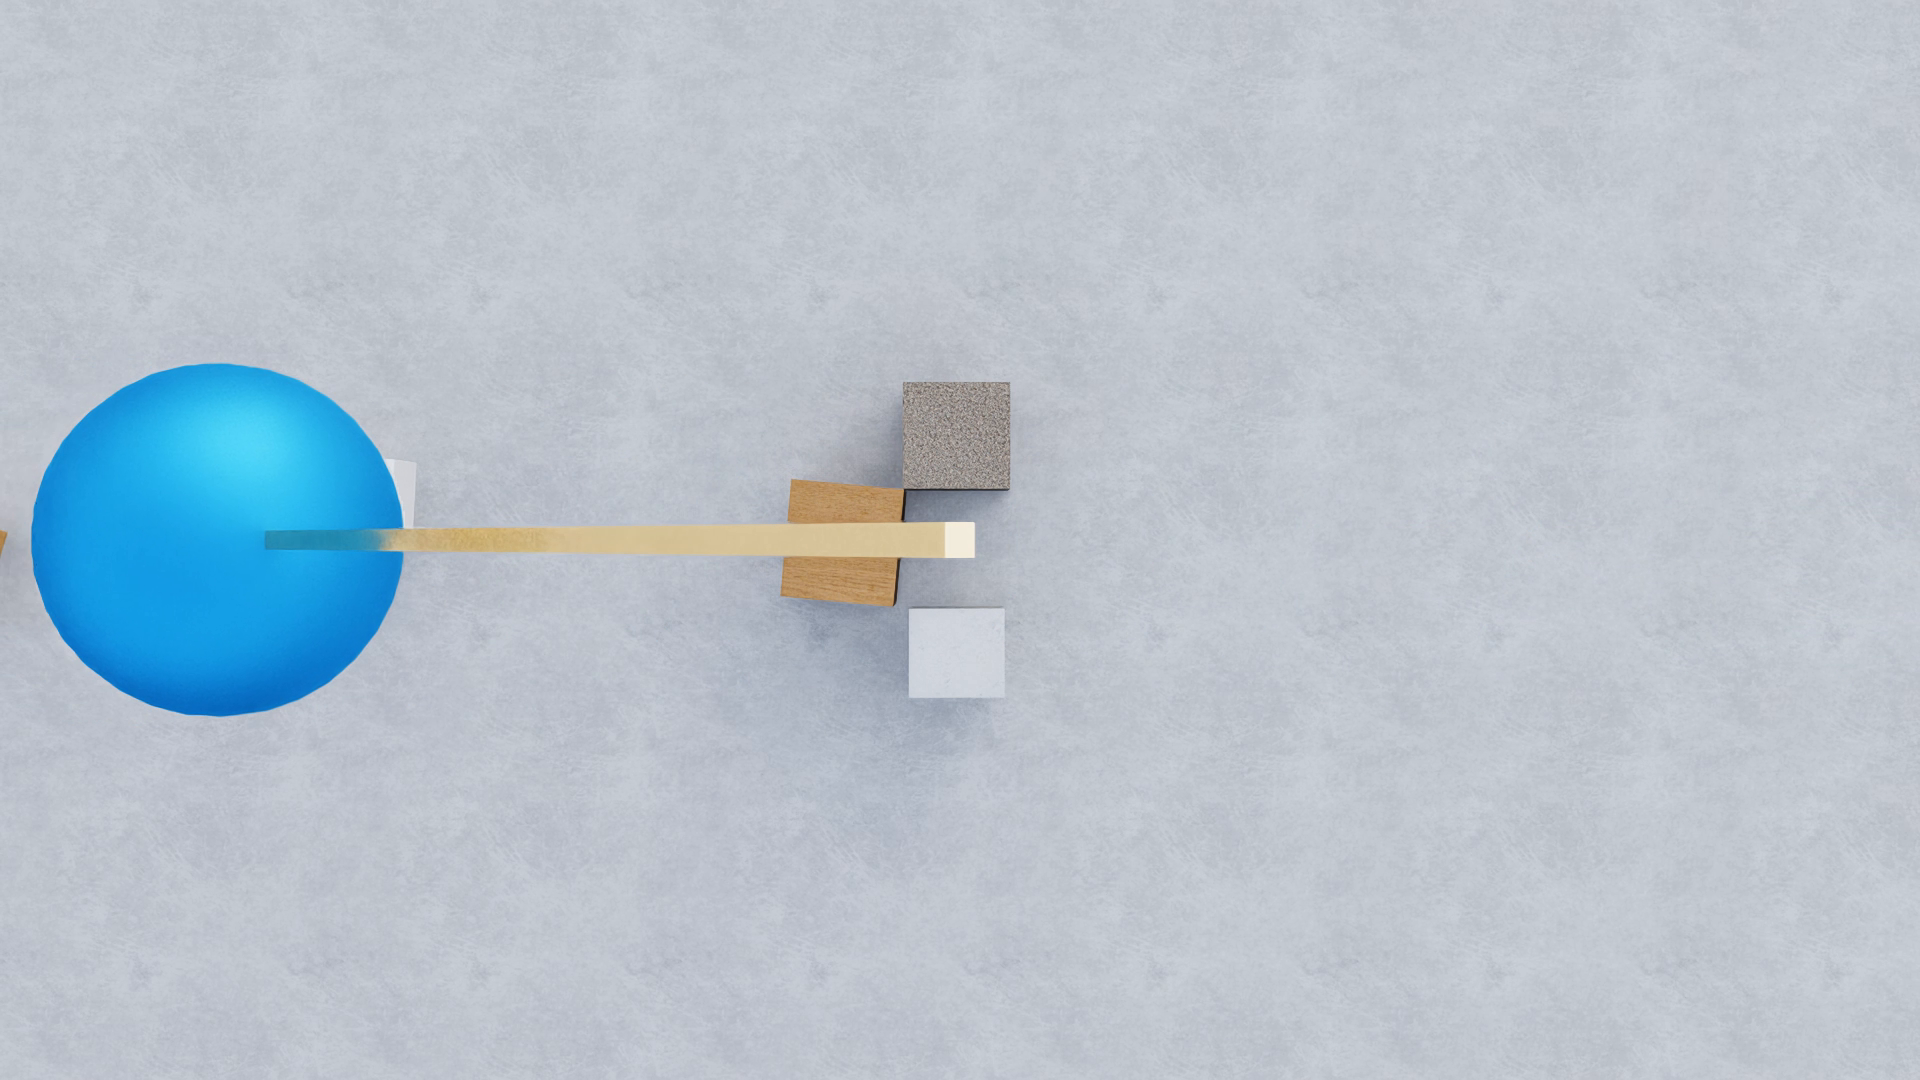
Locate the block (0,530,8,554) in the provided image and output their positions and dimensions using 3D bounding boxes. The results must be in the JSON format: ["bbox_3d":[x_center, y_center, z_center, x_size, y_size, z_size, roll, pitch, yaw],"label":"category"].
[{"bbox_3d":[-6.049,0.122,12.700,0.707,0.601,0.561,16,90,0],"label":"block"}]

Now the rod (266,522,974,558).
[{"bbox_3d":[-1.445,0.000,7.116,0.080,5.200,0.080,0,90,-34],"label":"rod"}]

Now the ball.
[{"bbox_3d":[-3.334,0.000,9.943,1.600,1.600,1.600,0,90,0],"label":"ball"}]

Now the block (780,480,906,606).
[{"bbox_3d":[-0.661,0.016,12.666,0.635,0.667,0.661,5,90,0],"label":"block"}]

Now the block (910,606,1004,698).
[{"bbox_3d":[-0.018,0.641,12.727,0.541,0.547,0.502,0,90,0],"label":"block"}]

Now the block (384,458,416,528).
[{"bbox_3d":[-3.457,-0.235,12.745,0.465,0.511,0.472,3,90,0],"label":"block"}]

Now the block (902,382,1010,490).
[{"bbox_3d":[-0.019,-0.591,12.709,0.607,0.581,0.601,0,90,0],"label":"block"}]
